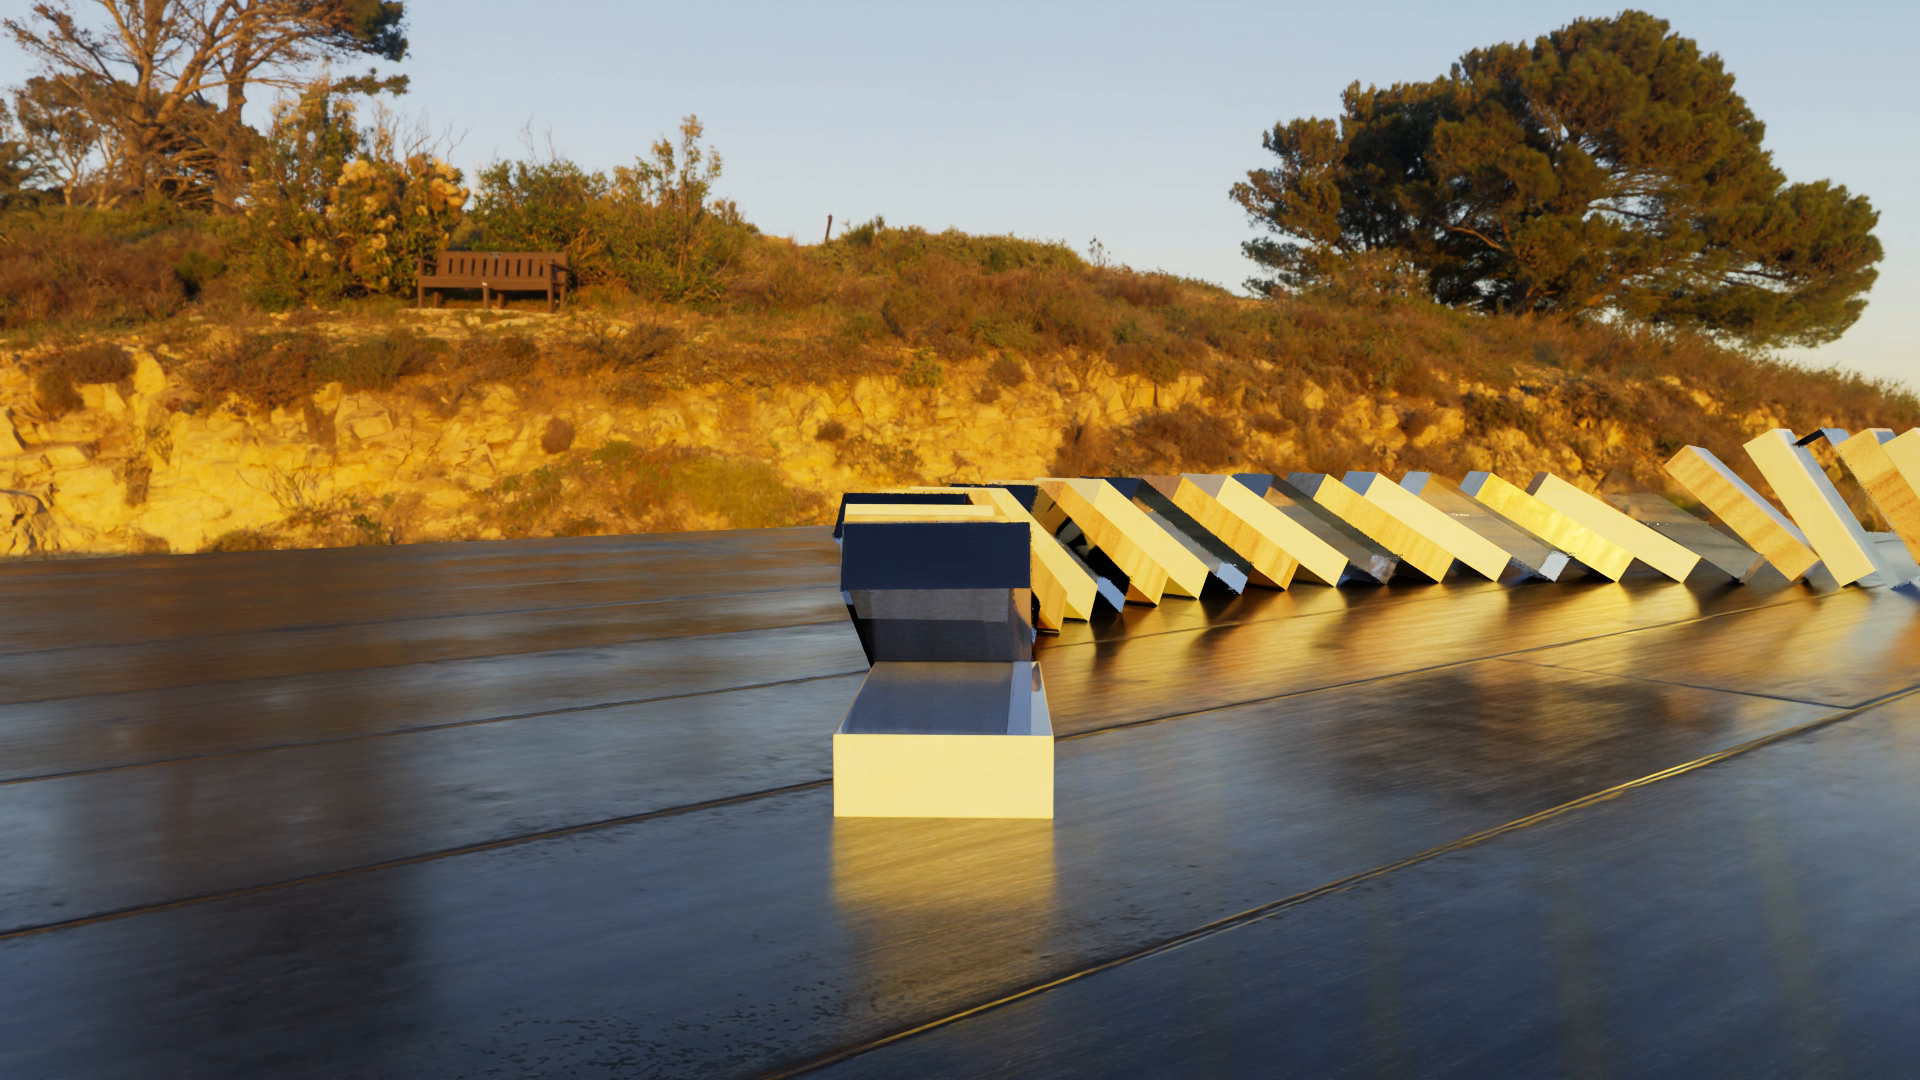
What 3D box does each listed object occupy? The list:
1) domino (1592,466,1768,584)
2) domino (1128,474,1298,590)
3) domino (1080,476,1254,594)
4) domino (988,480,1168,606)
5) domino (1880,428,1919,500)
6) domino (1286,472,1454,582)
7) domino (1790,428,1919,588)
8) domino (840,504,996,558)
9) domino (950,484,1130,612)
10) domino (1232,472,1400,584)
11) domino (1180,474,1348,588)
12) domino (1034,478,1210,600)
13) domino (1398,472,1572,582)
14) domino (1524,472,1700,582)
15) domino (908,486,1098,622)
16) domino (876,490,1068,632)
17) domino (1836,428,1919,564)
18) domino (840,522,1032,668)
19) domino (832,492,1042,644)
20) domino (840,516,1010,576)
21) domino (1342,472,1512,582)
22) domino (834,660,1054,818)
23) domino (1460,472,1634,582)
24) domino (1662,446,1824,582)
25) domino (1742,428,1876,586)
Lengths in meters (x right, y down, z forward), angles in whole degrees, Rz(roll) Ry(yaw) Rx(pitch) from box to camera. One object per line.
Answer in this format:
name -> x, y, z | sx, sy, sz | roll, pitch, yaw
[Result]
domino -> 0.226, -0.005, 0.406 | 0.050, 0.009, 0.025 | 37, 18, 18
domino -> 0.072, -0.002, 0.374 | 0.050, 0.010, 0.025 | 32, -11, -27
domino -> 0.057, -0.001, 0.361 | 0.050, 0.010, 0.025 | 33, -15, -32
domino -> 0.030, 0.001, 0.332 | 0.025, 0.010, 0.050 | 4, -24, 44
domino -> 0.293, -0.009, 0.375 | 0.025, 0.050, 0.010 | -4, -27, -41
domino -> 0.126, -0.004, 0.400 | 0.050, 0.010, 0.025 | 30, -2, -12
domino -> 0.276, -0.010, 0.391 | 0.025, 0.050, 0.009 | -4, -27, -41
domino -> -0.004, 0.009, 0.235 | 0.025, 0.009, 0.050 | 1, -24, 9
domino -> 0.019, 0.002, 0.314 | 0.025, 0.010, 0.050 | 3, -25, 36
domino -> 0.107, -0.004, 0.394 | 0.050, 0.010, 0.025 | 31, -5, -17
domino -> 0.089, -0.003, 0.385 | 0.050, 0.010, 0.025 | 31, -8, -21
domino -> 0.043, 0.000, 0.347 | 0.025, 0.010, 0.050 | 5, -24, 49
domino -> 0.165, -0.005, 0.409 | 0.050, 0.010, 0.025 | 31, 5, 0
domino -> 0.206, -0.005, 0.409 | 0.050, 0.010, 0.025 | 32, 12, 12
domino -> 0.010, 0.004, 0.296 | 0.025, 0.009, 0.050 | 3, -25, 33
domino -> 0.003, 0.005, 0.276 | 0.025, 0.010, 0.050 | 2, -25, 26
domino -> 0.286, -0.010, 0.384 | 0.025, 0.050, 0.010 | -4, -27, -41
domino -> -0.002, 0.012, 0.193 | 0.025, 0.010, 0.050 | -1, -24, 3
domino -> -0.003, 0.007, 0.257 | 0.025, 0.009, 0.050 | 1, -26, 22
domino -> -0.003, 0.011, 0.214 | 0.025, 0.009, 0.050 | 0, -23, 6
domino -> 0.145, -0.005, 0.406 | 0.050, 0.010, 0.025 | 30, 2, -6
domino -> -0.001, 0.025, 0.171 | 0.025, 0.010, 0.050 | 0, 4, 2
domino -> 0.185, -0.005, 0.409 | 0.050, 0.010, 0.025 | 31, 7, 4
domino -> 0.248, -0.009, 0.404 | 0.025, 0.010, 0.050 | 0, 46, -47
domino -> 0.264, -0.011, 0.396 | 0.025, 0.050, 0.010 | -5, -26, -47
